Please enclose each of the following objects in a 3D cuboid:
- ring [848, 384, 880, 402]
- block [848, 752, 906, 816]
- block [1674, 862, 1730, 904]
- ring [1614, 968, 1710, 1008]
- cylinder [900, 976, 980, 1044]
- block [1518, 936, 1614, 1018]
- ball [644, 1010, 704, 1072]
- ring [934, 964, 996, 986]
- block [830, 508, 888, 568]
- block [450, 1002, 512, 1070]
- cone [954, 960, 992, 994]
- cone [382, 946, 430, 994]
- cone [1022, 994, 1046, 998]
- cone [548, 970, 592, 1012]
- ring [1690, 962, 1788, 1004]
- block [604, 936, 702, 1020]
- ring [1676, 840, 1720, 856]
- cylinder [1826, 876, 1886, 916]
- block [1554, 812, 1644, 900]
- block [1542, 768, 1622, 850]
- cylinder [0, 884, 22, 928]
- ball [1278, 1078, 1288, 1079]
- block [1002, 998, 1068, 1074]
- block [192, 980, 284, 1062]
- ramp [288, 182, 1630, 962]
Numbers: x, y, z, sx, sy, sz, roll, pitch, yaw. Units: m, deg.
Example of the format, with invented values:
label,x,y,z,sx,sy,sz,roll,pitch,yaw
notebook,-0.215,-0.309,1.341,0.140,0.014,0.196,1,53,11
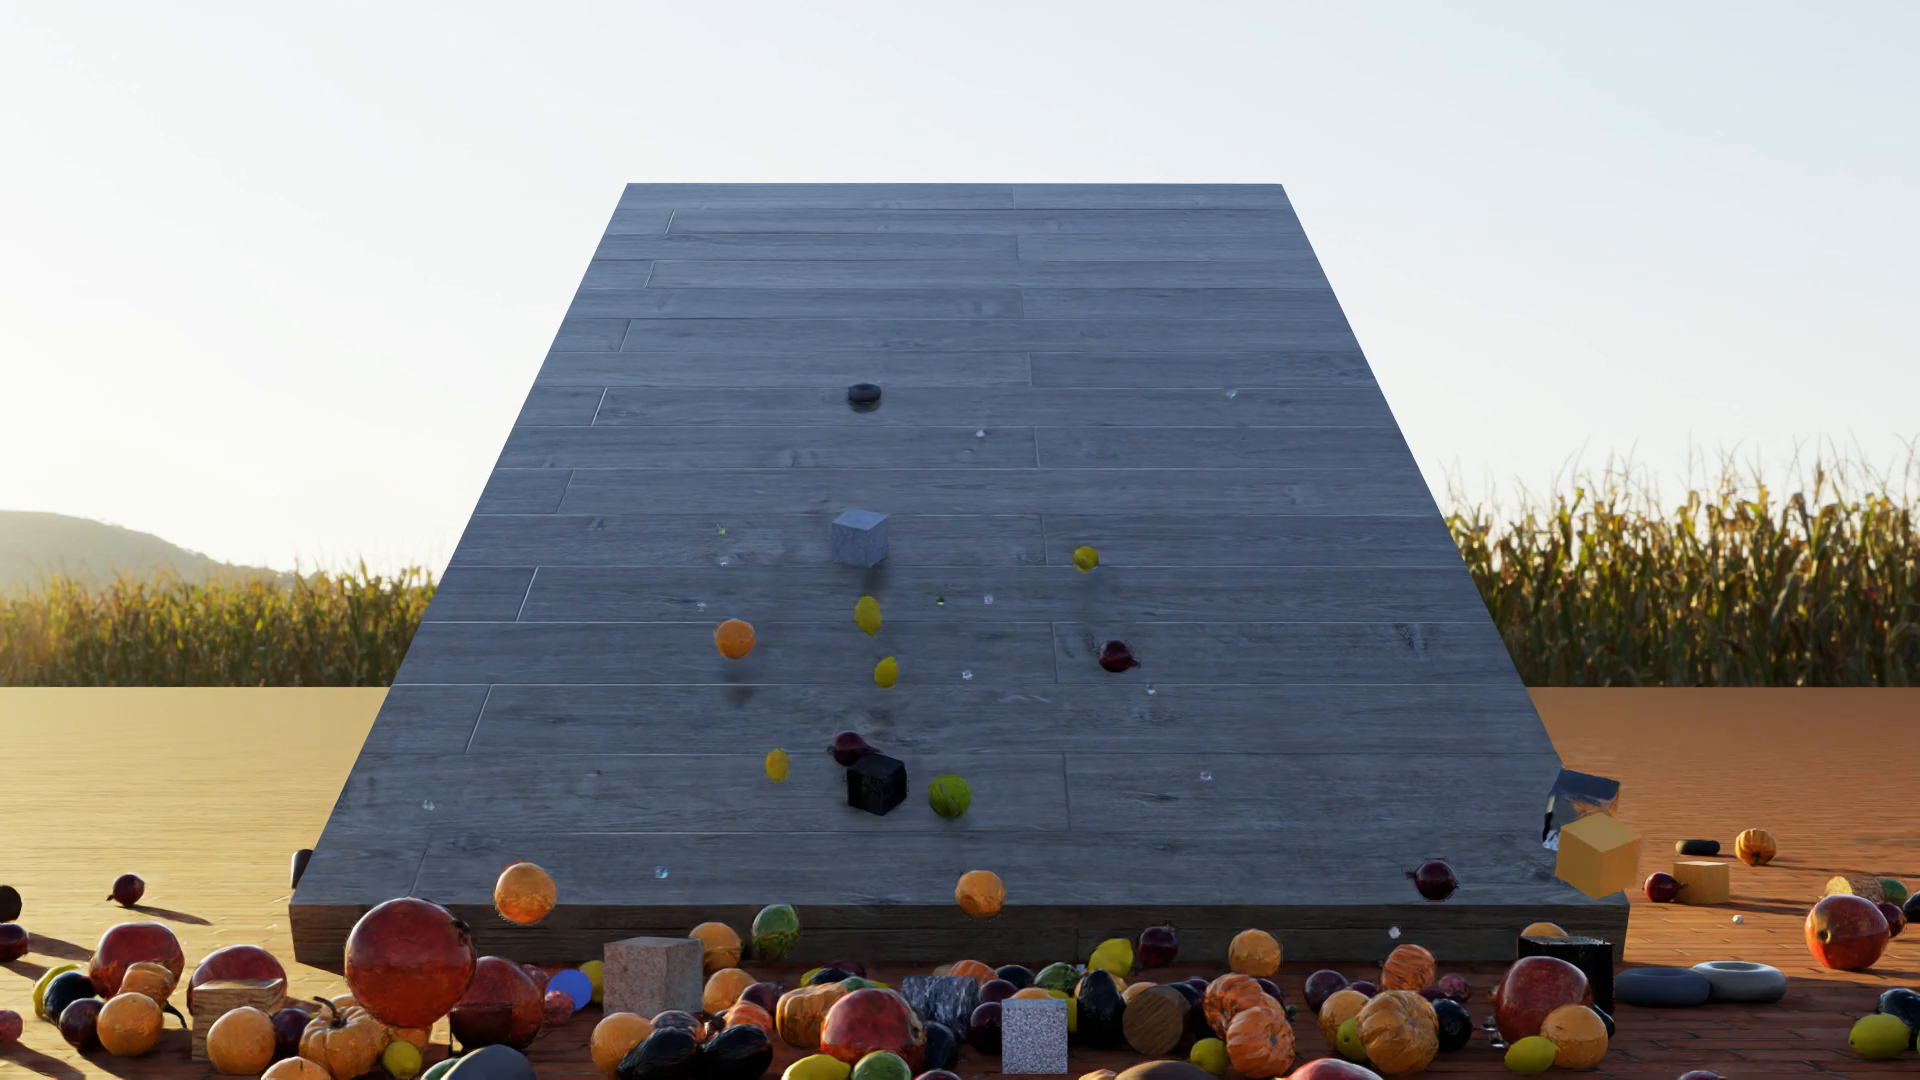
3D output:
label,x,y,z,sx,sy,sz,roll,pitch,yaw
ring,-0.223,-0.342,5.413,0.078,0.026,0.078,0,26,0
block,-0.133,0.390,3.729,0.067,0.067,0.067,15,28,29
block,1.421,0.656,4.463,0.073,0.073,0.073,2,-4,-34
ring,0.920,0.588,3.057,0.123,0.041,0.123,-1,-3,0
cylinder,-0.024,0.548,2.715,0.078,0.078,0.078,-1,-4,12
block,0.773,0.557,2.974,0.091,0.091,0.091,0,-3,-6
ball,-0.310,0.543,2.524,0.066,0.066,0.066,0,-3,0
ring,0.007,0.603,3.210,0.089,0.030,0.089,1,-5,0
block,-0.197,-0.004,4.589,0.083,0.083,0.083,13,27,26
block,-0.526,0.546,2.558,0.064,0.064,0.064,1,-4,-9
cone,0.025,0.602,3.154,0.051,0.051,0.051,32,-18,-25
cone,-0.766,0.599,3.161,0.066,0.066,0.066,-1,23,22
cone,0.093,0.580,2.793,0.054,0.054,0.054,-1,-30,15
cone,-0.501,0.592,3.006,0.057,0.057,0.057,0,-30,-4
ring,1.034,0.589,3.100,0.130,0.043,0.130,0,-2,0
block,-0.390,0.556,2.960,0.091,0.091,0.091,-1,-4,23
ring,1.801,0.750,5.682,0.104,0.035,0.104,-1,-4,0
cylinder,1.611,0.641,4.190,0.071,0.071,0.071,1,-4,-22
block,0.965,0.478,3.518,0.085,0.085,0.085,-14,28,-29
block,0.967,0.427,3.622,0.092,0.092,0.092,12,27,24
cylinder,-1.664,0.627,3.994,0.075,0.075,0.075,-5,-6,40
ball,0.278,0.503,1.997,0.080,0.080,0.080,0,-3,0
block,0.081,0.541,2.541,0.070,0.070,0.070,0,-3,0
block,-0.815,0.542,2.630,0.080,0.080,0.080,0,-3,-3
ramp,-0.008,-0.228,5.314,2.000,0.100,4.000,0,24,0
